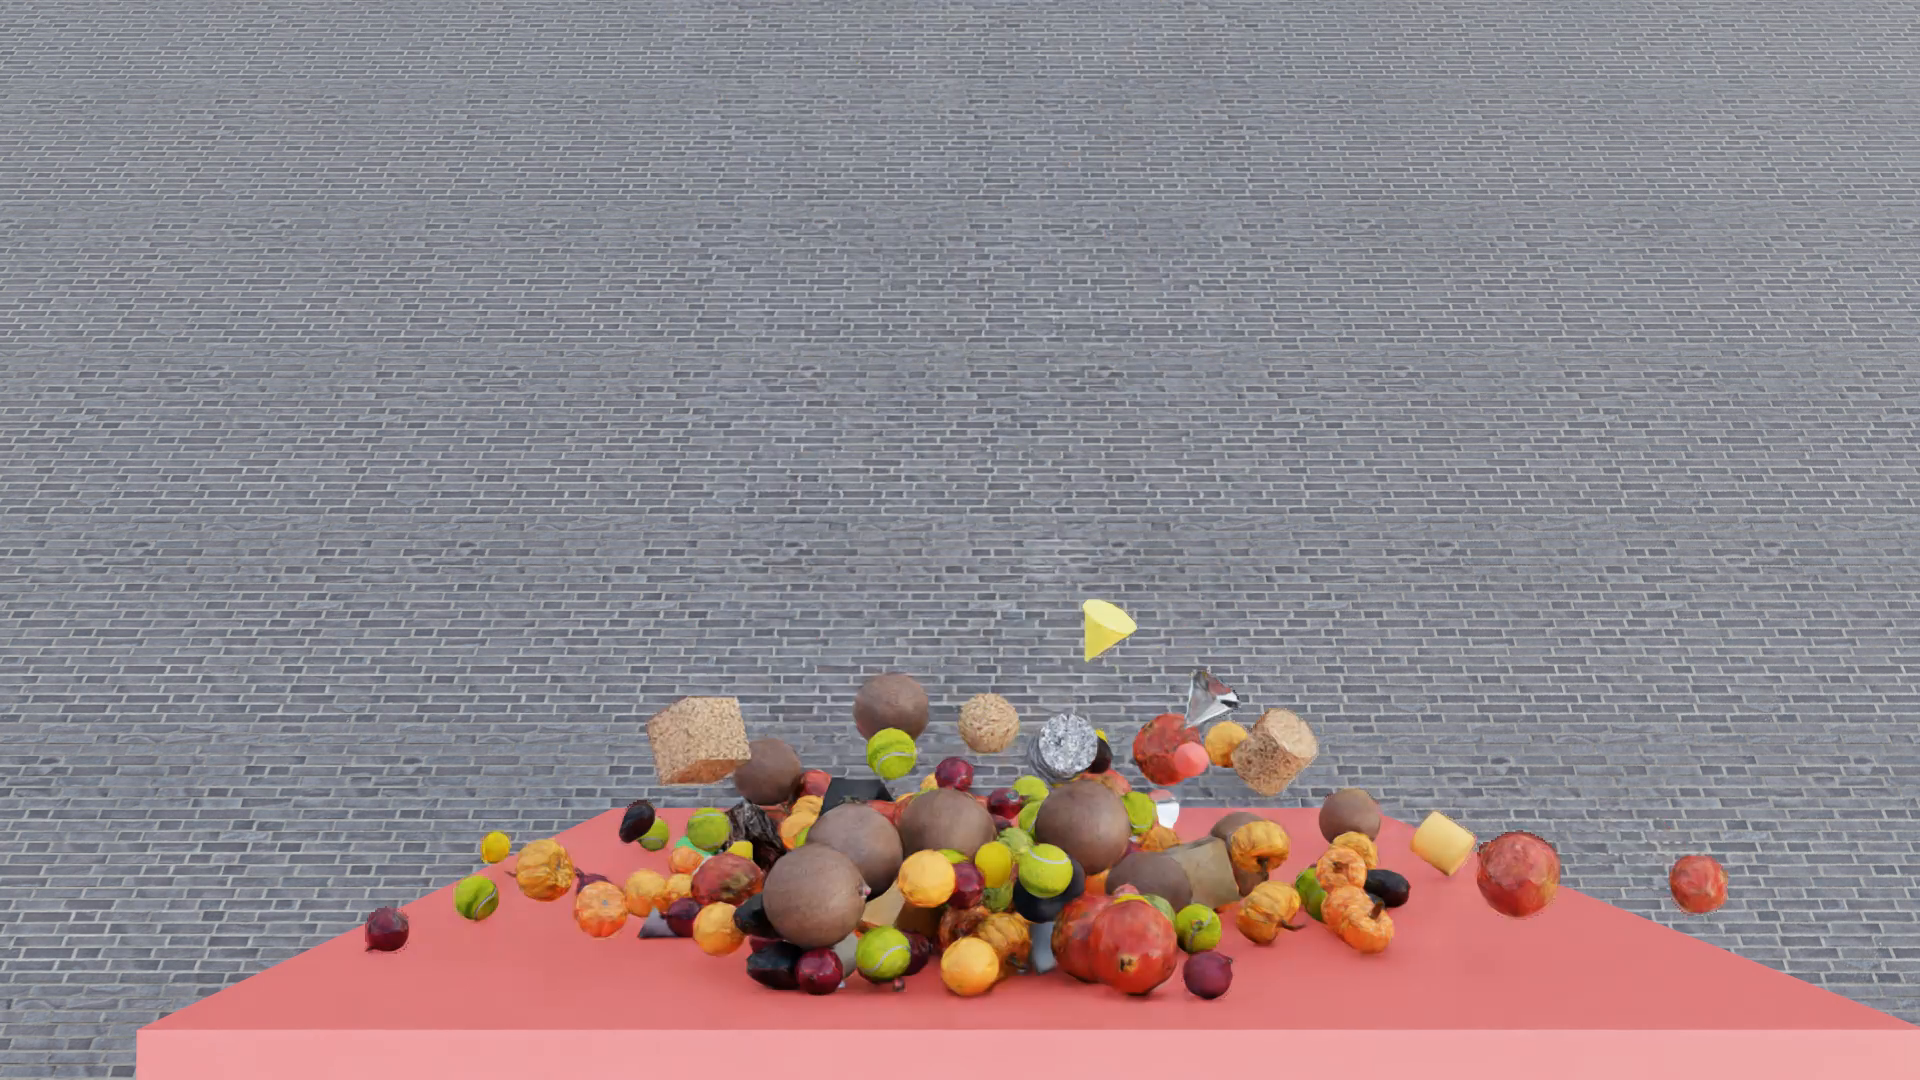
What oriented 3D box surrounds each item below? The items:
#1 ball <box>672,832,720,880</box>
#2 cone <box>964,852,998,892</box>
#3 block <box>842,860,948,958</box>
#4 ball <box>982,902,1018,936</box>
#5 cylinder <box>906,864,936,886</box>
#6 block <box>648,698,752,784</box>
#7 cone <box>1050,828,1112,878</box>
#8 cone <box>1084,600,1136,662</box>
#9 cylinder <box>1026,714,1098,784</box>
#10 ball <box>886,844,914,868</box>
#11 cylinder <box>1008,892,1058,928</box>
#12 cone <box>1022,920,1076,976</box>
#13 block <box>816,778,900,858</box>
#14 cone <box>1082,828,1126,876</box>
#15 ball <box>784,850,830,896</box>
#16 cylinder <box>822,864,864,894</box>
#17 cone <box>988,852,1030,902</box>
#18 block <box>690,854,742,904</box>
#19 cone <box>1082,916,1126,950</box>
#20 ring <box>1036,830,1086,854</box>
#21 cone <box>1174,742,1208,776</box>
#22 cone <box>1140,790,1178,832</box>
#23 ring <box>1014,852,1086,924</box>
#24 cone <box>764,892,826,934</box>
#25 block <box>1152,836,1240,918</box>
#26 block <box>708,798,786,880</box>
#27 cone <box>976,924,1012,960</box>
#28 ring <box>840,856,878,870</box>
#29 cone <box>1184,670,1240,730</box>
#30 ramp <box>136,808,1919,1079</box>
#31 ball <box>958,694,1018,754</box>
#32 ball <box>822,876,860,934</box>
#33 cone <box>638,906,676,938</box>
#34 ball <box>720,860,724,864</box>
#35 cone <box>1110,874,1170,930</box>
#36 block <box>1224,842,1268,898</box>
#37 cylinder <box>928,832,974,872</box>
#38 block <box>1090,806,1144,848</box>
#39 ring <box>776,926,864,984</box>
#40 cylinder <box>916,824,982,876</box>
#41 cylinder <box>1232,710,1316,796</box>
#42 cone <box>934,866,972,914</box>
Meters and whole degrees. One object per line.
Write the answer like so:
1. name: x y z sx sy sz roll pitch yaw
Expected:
1. ball: -0.483 0.579 4.754 0.089 0.089 0.089 0 36 0
2. cone: 0.028 0.564 4.552 0.072 0.072 0.072 -14 39 12
3. block: -0.087 0.503 3.552 0.087 0.087 0.087 9 61 38
4. ball: 0.059 0.557 3.807 0.054 0.054 0.054 0 36 0
5. cylinder: -0.075 0.585 4.463 0.052 0.052 0.052 23 9 28
6. block: -0.365 0.281 3.644 0.092 0.092 0.092 5 63 -44
7. cone: 0.206 0.495 4.076 0.091 0.091 0.091 -12 20 47
8. cone: 0.190 0.137 3.592 0.080 0.080 0.080 22 24 -10
9. cylinder: 0.134 0.275 3.412 0.078 0.078 0.078 3 73 -10
10. ball: -0.115 0.604 4.925 0.054 0.054 0.054 0 36 0
11. cylinder: 0.111 0.542 3.836 0.060 0.060 0.060 -23 63 -28
12. cone: 0.110 0.550 3.404 0.074 0.074 0.074 8 27 11
13. block: -0.176 0.479 4.480 0.096 0.096 0.096 0 51 24
14. cone: 0.260 0.606 4.874 0.100 0.100 0.100 3 19 4
15. ball: -0.258 0.561 4.373 0.076 0.076 0.076 0 36 0
16. cylinder: -0.199 0.579 4.417 0.057 0.057 0.057 -7 31 28
17. cone: 0.113 0.584 4.326 0.096 0.096 0.096 -27 42 -31
18. block: -0.402 0.559 4.284 0.052 0.052 0.052 -51 29 -9
19. cone: 0.211 0.567 3.673 0.055 0.055 0.055 29 33 -16
20. ring: 0.226 0.627 5.388 0.137 0.046 0.137 -1 -2 0
21. cone: 0.344 0.325 3.889 0.052 0.052 0.052 -2 79 9
22. cone: 0.389 0.550 5.331 0.089 0.089 0.089 28 3 32
23. ring: 0.118 0.457 3.416 0.104 0.104 0.035 -16 33 -21
24. cone: -0.232 0.525 3.583 0.079 0.079 0.079 0 36 -15
25. block: 0.371 0.530 4.092 0.099 0.099 0.099 -16 -2 -7
26. block: -0.388 0.546 4.749 0.089 0.089 0.089 -35 44 7
27. cone: 0.057 0.560 3.544 0.054 0.054 0.054 -17 49 21
28. ring: -0.195 0.550 4.768 0.049 0.148 0.148 -19 40 -18
29. cone: 0.376 0.265 4.078 0.089 0.089 0.089 31 19 -12
30. ramp: 0.080 0.680 4.902 2.000 0.100 4.000 0 -2 0
31. ball: 0.040 0.262 3.718 0.087 0.087 0.087 0 36 0
32. ball: -0.163 0.537 3.826 0.085 0.085 0.085 0 36 0
33. cone: -0.438 0.573 3.821 0.052 0.052 0.052 28 40 -1
34. ball: -0.472 0.615 5.147 0.050 0.050 0.050 0 36 0
35. cone: 0.277 0.572 3.993 0.091 0.091 0.091 -2 61 3
36. block: 0.473 0.568 4.476 0.081 0.081 0.081 -2 2 41
37. cylinder: -0.015 0.511 4.272 0.060 0.060 0.060 4 36 19
38. block: 0.337 0.616 5.576 0.083 0.083 0.083 1 -3 -25
39. ring: -0.180 0.531 3.329 0.113 0.038 0.113 -3 21 1
40. cylinder: -0.020 0.583 4.895 0.092 0.092 0.092 -21 7 -25
41. cylinder: 0.488 0.330 4.040 0.095 0.095 0.095 24 36 -19
42. cone: -0.036 0.581 4.175 0.084 0.084 0.084 -27 39 0
